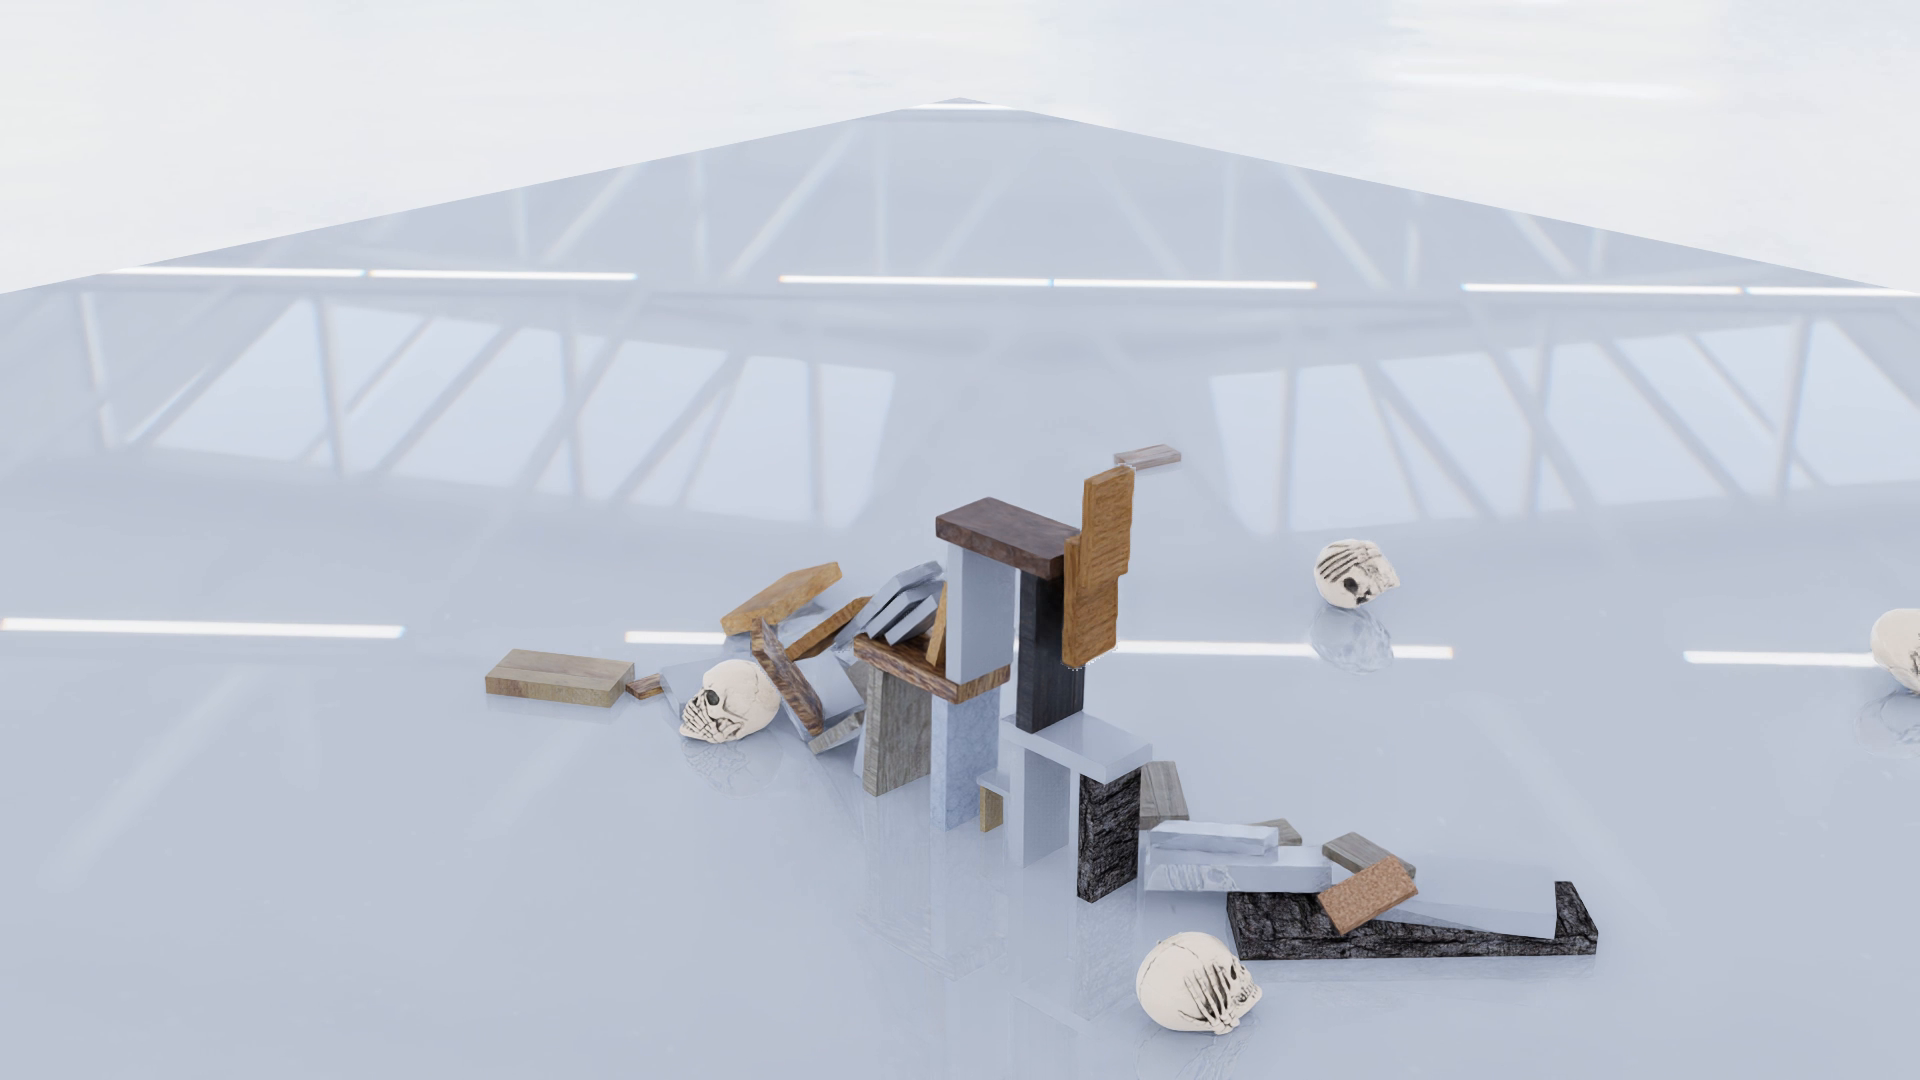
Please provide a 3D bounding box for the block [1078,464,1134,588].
[{"bbox_3d":[0.262,-0.023,3.940,0.102,0.204,0.029,-22,34,-40],"label":"block"}]

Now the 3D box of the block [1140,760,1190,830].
[{"bbox_3d":[0.396,0.521,4.493,0.113,0.032,0.225,-1,23,-2],"label":"block"}]

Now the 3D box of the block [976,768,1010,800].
[{"bbox_3d":[0.087,0.483,4.341,0.103,0.015,0.051,21,31,41],"label":"block"}]

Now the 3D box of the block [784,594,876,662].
[{"bbox_3d":[-0.255,0.180,4.506,0.204,0.029,0.102,-35,-12,23],"label":"block"}]

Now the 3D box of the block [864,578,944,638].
[{"bbox_3d":[-0.106,0.138,4.366,0.095,0.027,0.191,-16,-16,-33],"label":"block"}]

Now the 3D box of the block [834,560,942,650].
[{"bbox_3d":[-0.146,0.132,4.414,0.102,0.029,0.317,-20,-15,-34],"label":"block"}]

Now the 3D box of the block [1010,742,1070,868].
[{"bbox_3d":[0.156,0.491,4.264,0.038,0.266,0.133,21,31,40],"label":"block"}]

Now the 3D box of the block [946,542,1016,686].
[{"bbox_3d":[0.041,0.121,4.231,0.145,0.290,0.041,-21,32,-40],"label":"block"}]

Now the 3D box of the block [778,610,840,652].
[{"bbox_3d":[-0.260,0.219,5.169,0.298,0.042,0.149,-10,30,-24],"label":"block"}]

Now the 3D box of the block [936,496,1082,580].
[{"bbox_3d":[0.108,-0.005,4.106,0.290,0.041,0.145,21,31,40],"label":"block"}]

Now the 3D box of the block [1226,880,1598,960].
[{"bbox_3d":[0.826,0.700,4.049,0.648,0.049,0.172,-1,23,-2],"label":"block"}]

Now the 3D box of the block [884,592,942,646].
[{"bbox_3d":[-0.063,0.146,4.346,0.095,0.027,0.191,-21,-13,-40],"label":"block"}]

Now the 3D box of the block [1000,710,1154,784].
[{"bbox_3d":[0.219,0.376,4.147,0.265,0.038,0.133,21,31,41],"label":"block"}]

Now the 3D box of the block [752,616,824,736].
[{"bbox_3d":[-0.360,0.288,4.604,0.025,0.309,0.087,-17,46,13],"label":"block"}]

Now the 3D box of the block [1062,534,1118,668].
[{"bbox_3d":[0.240,0.100,4.025,0.112,0.251,0.032,-24,35,-39],"label":"block"}]

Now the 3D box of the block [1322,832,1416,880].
[{"bbox_3d":[0.758,0.595,4.079,0.080,0.023,0.160,-16,28,-33],"label":"block"}]

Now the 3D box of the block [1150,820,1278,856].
[{"bbox_3d":[0.490,0.572,4.234,0.225,0.032,0.112,1,4,22],"label":"block"}]

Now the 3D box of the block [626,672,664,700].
[{"bbox_3d":[-0.688,0.326,4.970,0.121,0.017,0.061,-18,29,-36],"label":"block"}]

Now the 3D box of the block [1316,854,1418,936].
[{"bbox_3d":[0.736,0.641,3.976,0.160,0.023,0.080,-28,55,-4],"label":"block"}]

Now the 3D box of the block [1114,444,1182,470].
[{"bbox_3d":[0.535,-0.235,6.284,0.175,0.025,0.087,-13,26,-27],"label":"block"}]

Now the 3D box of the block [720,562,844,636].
[{"bbox_3d":[-0.428,0.140,5.301,0.154,0.044,0.309,-14,13,34],"label":"block"}]

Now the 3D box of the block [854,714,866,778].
[{"bbox_3d":[-0.159,0.396,4.569,0.101,0.202,0.029,-20,46,-38],"label":"block"}]

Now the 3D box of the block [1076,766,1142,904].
[{"bbox_3d":[0.281,0.540,4.149,0.038,0.265,0.133,21,31,40],"label":"block"}]

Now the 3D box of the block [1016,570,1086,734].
[{"bbox_3d":[0.174,0.189,4.119,0.041,0.327,0.145,23,32,40],"label":"block"}]

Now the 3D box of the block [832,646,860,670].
[{"bbox_3d":[-0.084,0.249,5.073,0.419,0.044,0.154,-18,30,-36],"label":"block"}]

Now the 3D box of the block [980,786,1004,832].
[{"bbox_3d":[0.063,0.528,4.386,0.015,0.103,0.051,21,31,41],"label":"block"}]

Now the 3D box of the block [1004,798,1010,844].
[{"bbox_3d":[0.111,0.546,4.341,0.015,0.103,0.051,21,31,41],"label":"block"}]

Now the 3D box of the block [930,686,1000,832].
[{"bbox_3d":[0.011,0.420,4.387,0.149,0.298,0.042,-21,33,-41],"label":"block"}]

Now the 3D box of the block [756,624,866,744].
[{"bbox_3d":[-0.331,0.314,4.840,0.149,0.042,0.298,-23,41,-13],"label":"block"}]

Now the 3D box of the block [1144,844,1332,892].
[{"bbox_3d":[0.524,0.619,4.154,0.345,0.049,0.172,0,5,6],"label":"block"}]

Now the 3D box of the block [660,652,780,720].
[{"bbox_3d":[-0.503,0.317,4.934,0.309,0.044,0.154,-10,32,-21],"label":"block"}]

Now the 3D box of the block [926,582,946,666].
[{"bbox_3d":[-0.005,0.151,4.286,0.095,0.191,0.027,-21,47,-40],"label":"block"}]

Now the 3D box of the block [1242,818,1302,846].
[{"bbox_3d":[0.585,0.590,4.341,0.160,0.023,0.080,-7,24,-16],"label":"block"}]

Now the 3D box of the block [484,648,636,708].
[{"bbox_3d":[-0.903,0.311,4.973,0.298,0.042,0.149,6,24,13],"label":"block"}]

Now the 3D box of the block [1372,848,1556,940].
[{"bbox_3d":[0.915,0.647,4.047,0.345,0.049,0.172,5,23,11],"label":"block"}]

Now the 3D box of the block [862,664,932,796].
[{"bbox_3d":[-0.123,0.368,4.508,0.149,0.298,0.042,-20,35,-38],"label":"block"}]

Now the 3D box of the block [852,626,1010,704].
[{"bbox_3d":[-0.058,0.236,4.382,0.149,0.042,0.298,-21,31,-40],"label":"block"}]

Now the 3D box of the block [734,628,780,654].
[{"bbox_3d":[-0.467,0.242,5.168,0.061,0.017,0.121,17,28,34],"label":"block"}]

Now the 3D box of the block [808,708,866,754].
[{"bbox_3d":[-0.228,0.394,4.637,0.101,0.029,0.202,-20,-10,-38],"label":"block"}]

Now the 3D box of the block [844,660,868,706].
[{"bbox_3d":[-0.224,0.323,4.856,0.202,0.029,0.101,-37,45,-22],"label":"block"}]
